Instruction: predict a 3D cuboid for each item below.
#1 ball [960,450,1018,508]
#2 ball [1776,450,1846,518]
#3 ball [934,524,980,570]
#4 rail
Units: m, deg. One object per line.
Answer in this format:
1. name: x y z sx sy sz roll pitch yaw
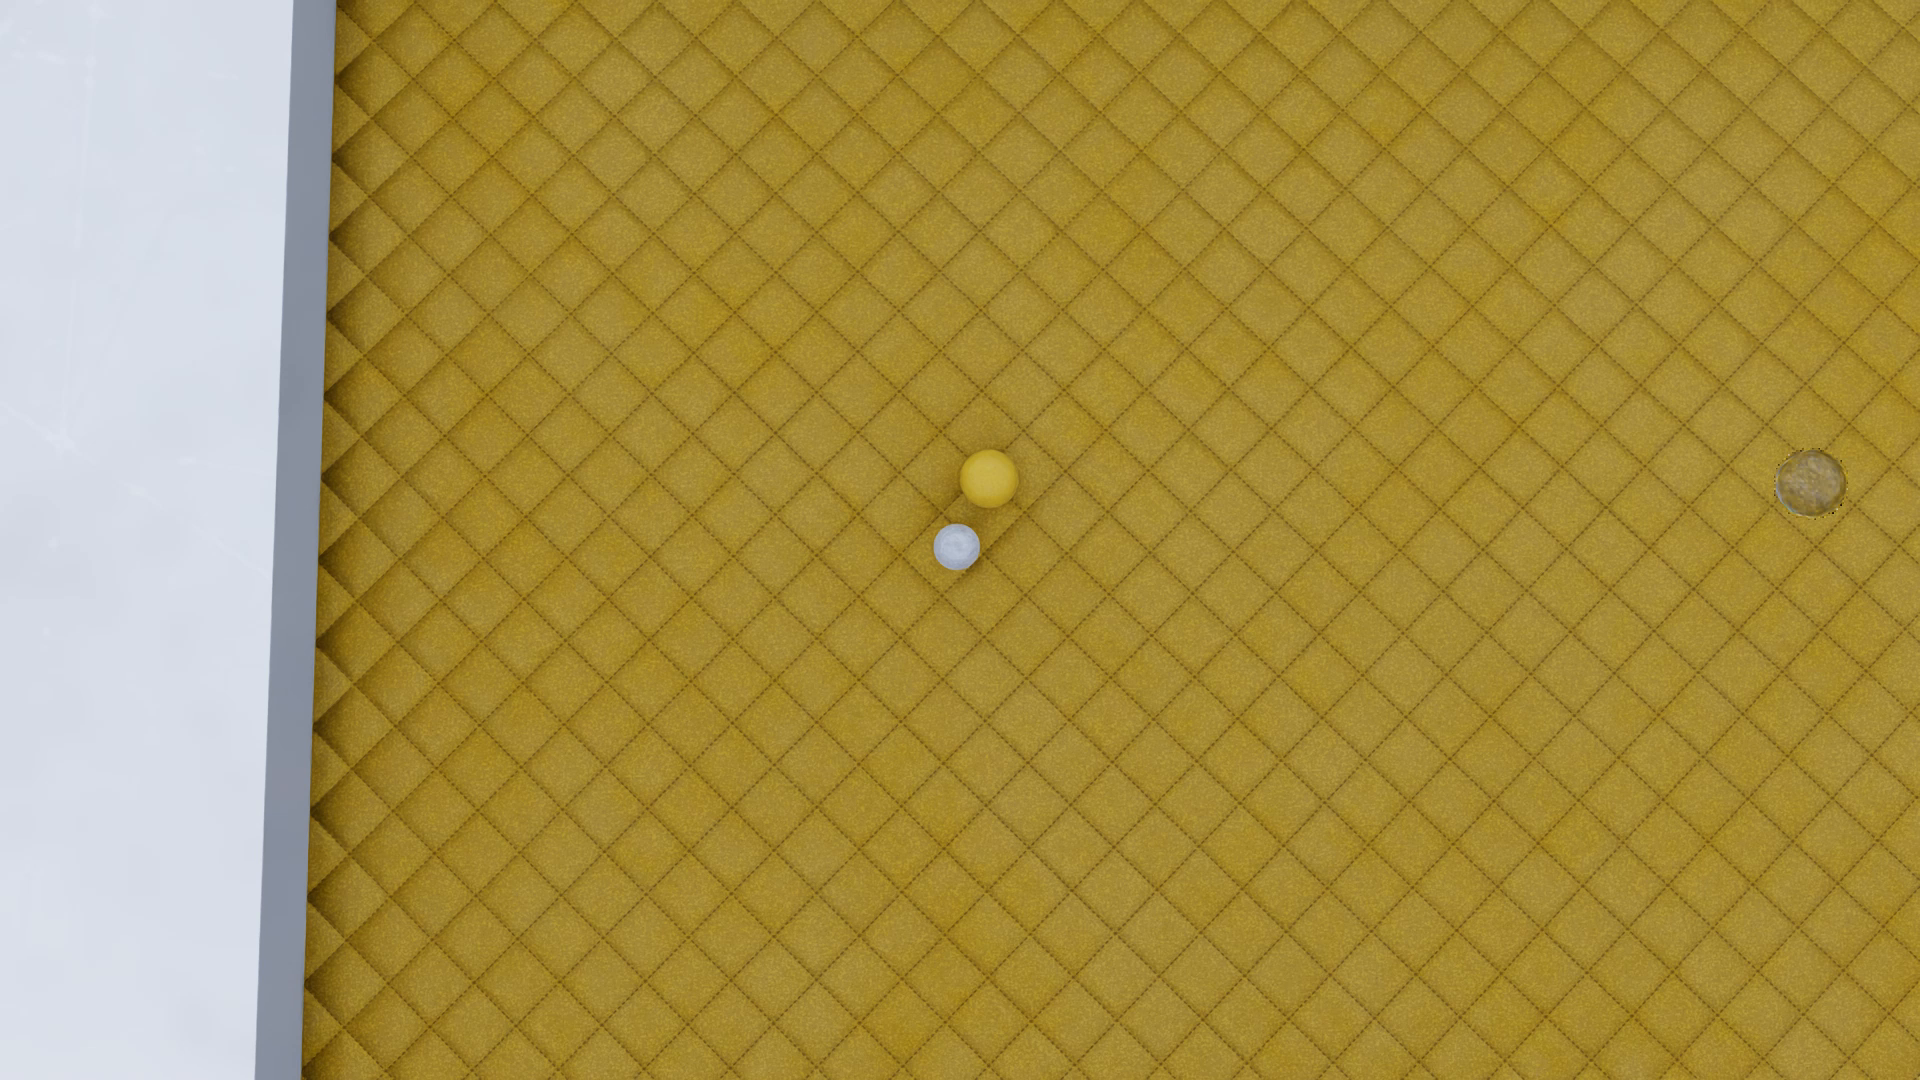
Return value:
1. ball: 0.043 -0.091 3.271 0.088 0.088 0.088 0 82 0
2. ball: 1.263 -0.083 3.264 0.099 0.099 0.099 0 82 0
3. ball: -0.005 0.010 3.266 0.070 0.070 0.070 0 82 0
4. rail: -0.967 0.005 3.235 0.045 0.129 2.157 0 82 0
